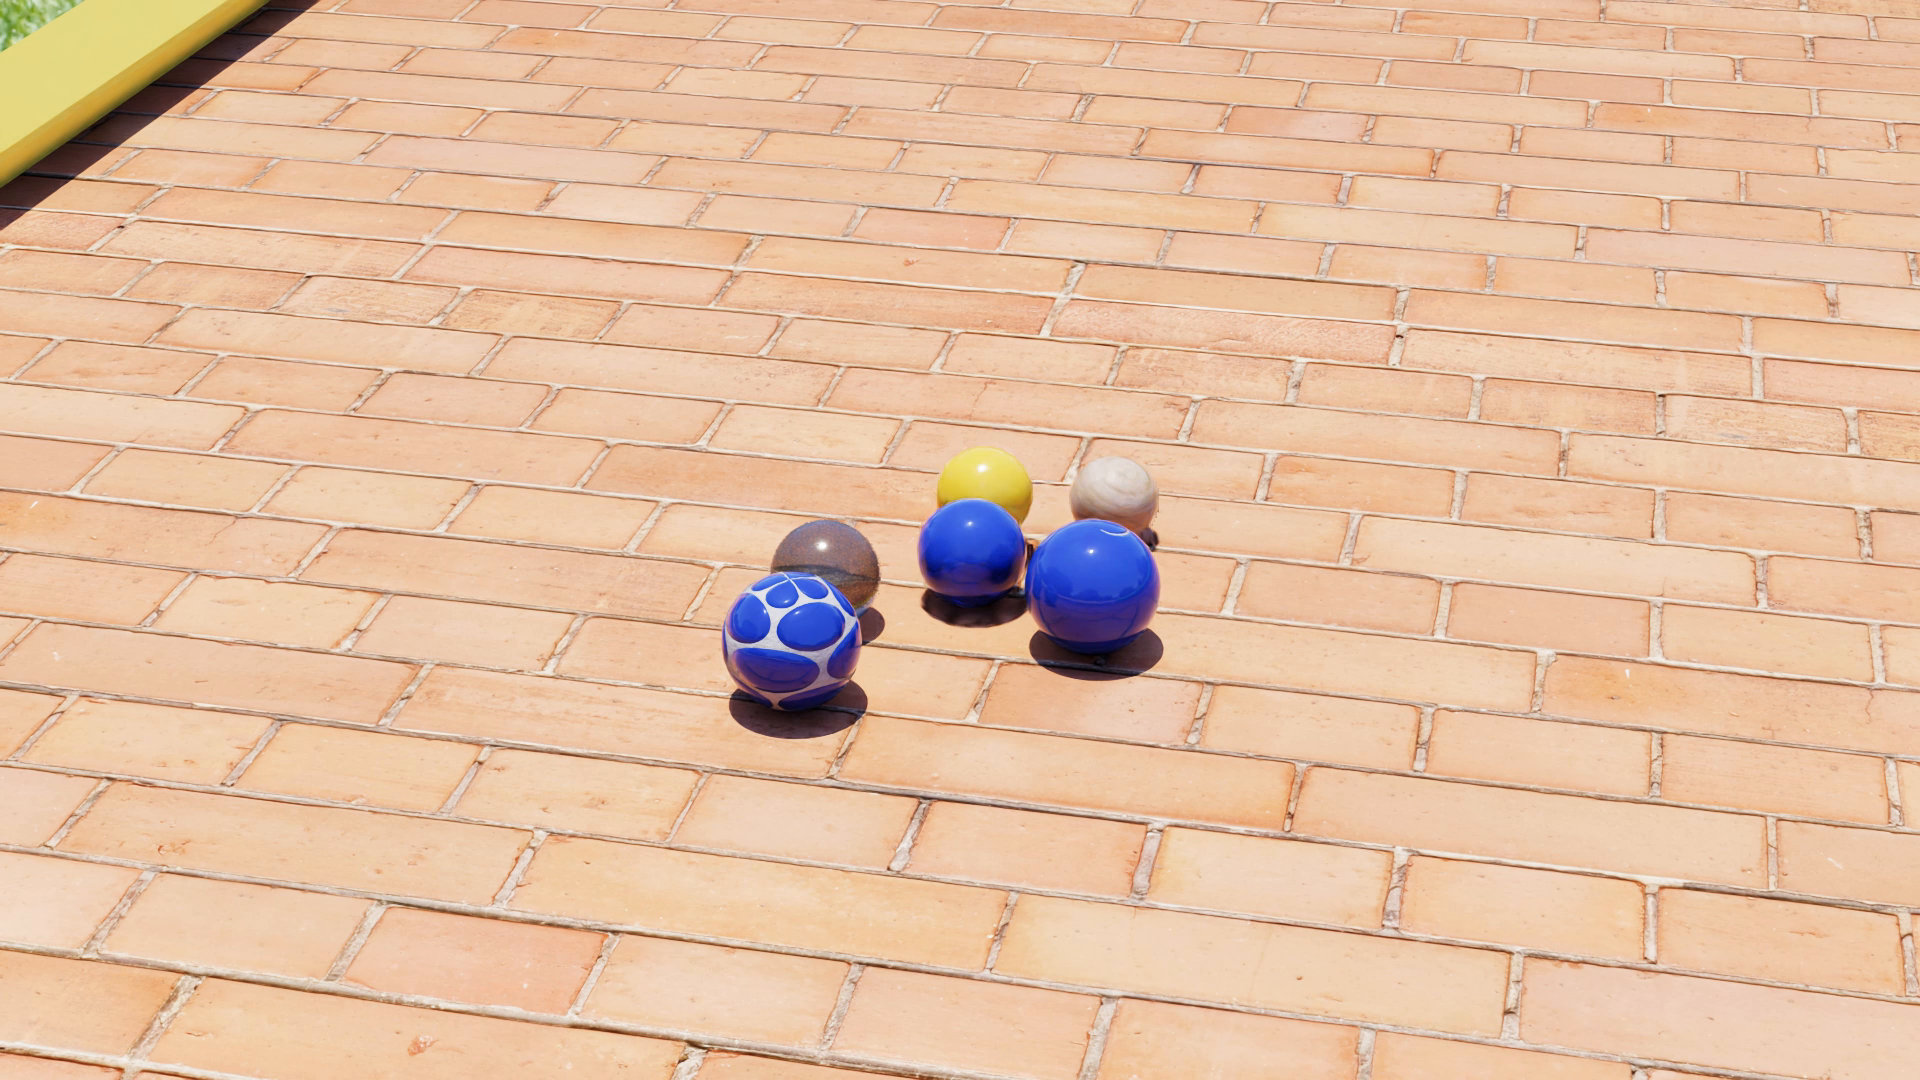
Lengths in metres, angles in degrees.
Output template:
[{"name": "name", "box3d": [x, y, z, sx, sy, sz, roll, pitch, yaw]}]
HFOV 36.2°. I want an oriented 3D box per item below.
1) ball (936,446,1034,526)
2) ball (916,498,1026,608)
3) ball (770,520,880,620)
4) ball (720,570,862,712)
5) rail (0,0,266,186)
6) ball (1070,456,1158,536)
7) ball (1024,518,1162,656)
[{"name": "ball", "box3d": [0.015, -0.028, 1.804, 0.060, 0.060, 0.060, 0, 27, 0]}, {"name": "ball", "box3d": [0.007, 0.008, 1.753, 0.066, 0.066, 0.066, 0, 27, 0]}, {"name": "ball", "box3d": [-0.079, 0.021, 1.728, 0.065, 0.065, 0.065, 0, 27, 0]}, {"name": "ball", "box3d": [-0.094, 0.057, 1.644, 0.079, 0.079, 0.079, 0, 27, 0]}, {"name": "rail", "box3d": [-0.690, -0.473, 2.637, 0.045, 0.103, 3.285, 6, 28, 11]}, {"name": "ball", "box3d": [0.095, -0.025, 1.827, 0.055, 0.055, 0.055, 0, 27, 0]}, {"name": "ball", "box3d": [0.077, 0.027, 1.701, 0.079, 0.079, 0.079, 0, 27, 0]}]
